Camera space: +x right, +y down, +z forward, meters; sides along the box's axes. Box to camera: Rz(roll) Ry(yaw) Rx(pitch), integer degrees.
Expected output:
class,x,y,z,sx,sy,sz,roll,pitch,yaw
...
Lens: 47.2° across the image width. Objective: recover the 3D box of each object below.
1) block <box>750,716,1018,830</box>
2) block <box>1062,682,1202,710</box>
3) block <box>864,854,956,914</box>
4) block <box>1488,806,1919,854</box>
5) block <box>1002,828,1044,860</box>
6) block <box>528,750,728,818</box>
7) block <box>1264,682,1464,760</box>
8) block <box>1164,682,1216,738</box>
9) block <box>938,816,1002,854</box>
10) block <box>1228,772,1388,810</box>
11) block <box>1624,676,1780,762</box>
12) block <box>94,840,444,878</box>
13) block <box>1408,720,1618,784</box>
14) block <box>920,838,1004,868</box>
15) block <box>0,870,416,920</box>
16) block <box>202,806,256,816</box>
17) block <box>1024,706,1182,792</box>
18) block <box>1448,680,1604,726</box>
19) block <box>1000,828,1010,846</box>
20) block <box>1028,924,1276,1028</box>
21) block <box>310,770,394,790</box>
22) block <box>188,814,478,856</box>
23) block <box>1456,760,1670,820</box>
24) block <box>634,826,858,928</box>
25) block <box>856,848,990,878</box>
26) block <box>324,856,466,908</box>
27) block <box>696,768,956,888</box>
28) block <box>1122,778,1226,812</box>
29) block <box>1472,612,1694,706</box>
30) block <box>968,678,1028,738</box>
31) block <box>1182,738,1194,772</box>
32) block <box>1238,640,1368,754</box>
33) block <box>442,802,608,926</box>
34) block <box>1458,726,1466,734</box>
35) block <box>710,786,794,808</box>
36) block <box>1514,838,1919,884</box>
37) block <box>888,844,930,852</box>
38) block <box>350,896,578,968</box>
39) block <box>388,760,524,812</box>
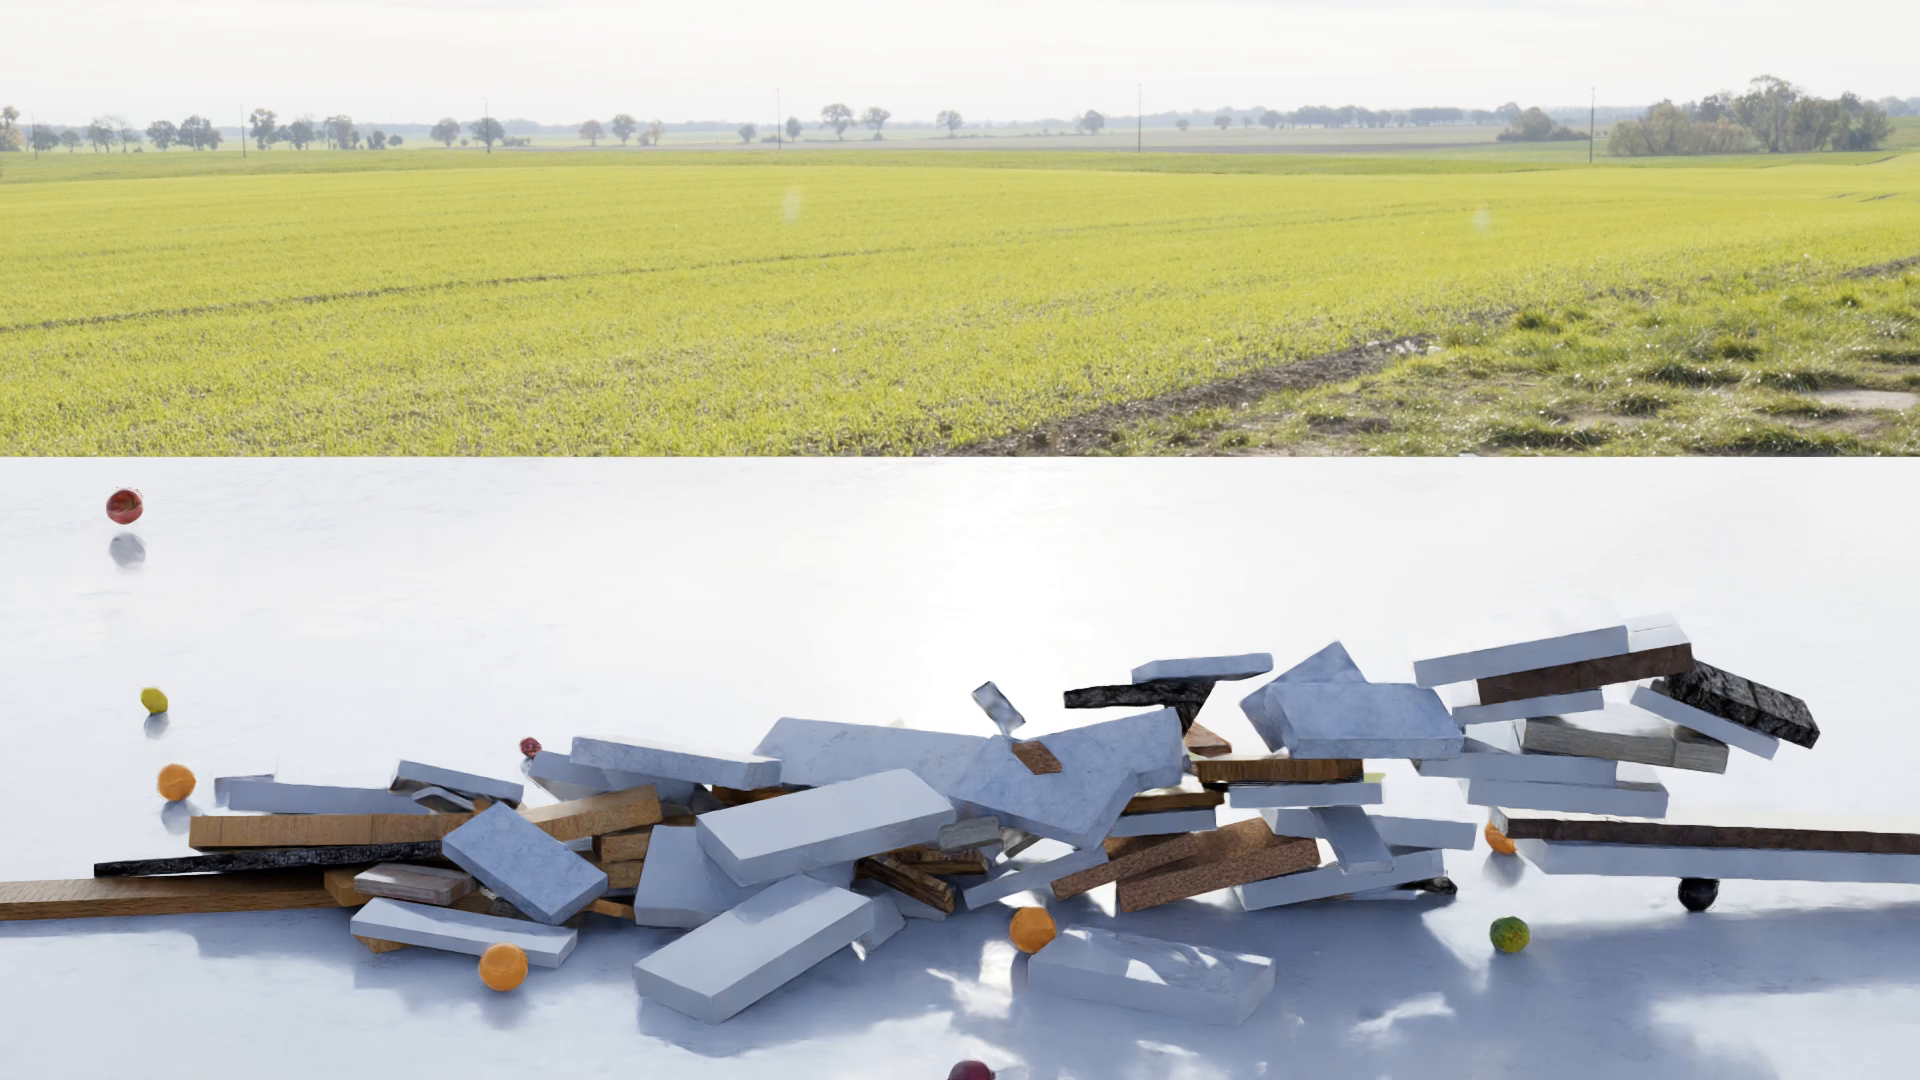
class,x,y,z,sx,sy,sz,roll,pitch,yaw
block,-0.059,0.401,3.785,0.734,0.046,0.163,2,39,35
block,0.268,0.242,3.421,0.200,0.028,0.100,1,-9,-38
block,-0.084,0.551,3.557,0.170,0.057,0.016,19,50,35
block,1.309,0.474,3.615,0.856,0.034,0.119,2,7,-2
block,0.122,0.480,3.652,0.114,0.016,0.057,-35,20,20
block,-0.579,0.462,3.929,0.356,0.050,0.178,7,-27,30
block,0.639,0.286,3.488,0.283,0.040,0.142,1,33,-16
block,0.384,0.285,3.773,0.022,0.077,0.153,18,62,34
block,0.016,0.460,3.431,0.093,0.013,0.046,-12,43,3
block,0.553,0.397,3.487,0.238,0.034,0.119,-4,1,15
block,1.201,0.277,3.567,0.238,0.034,0.119,23,18,6
block,-1.129,0.529,3.652,0.633,0.026,0.090,-5,-6,12
block,0.896,0.344,3.613,0.319,0.045,0.159,3,16,-3
block,0.004,0.504,3.668,0.125,0.018,0.063,16,32,13
block,-1.249,0.583,3.627,0.733,0.030,0.106,-1,11,-7
block,-1.263,0.519,3.965,0.111,0.031,0.222,-10,14,-43
block,0.218,0.362,3.578,0.285,0.040,0.142,-14,35,15
block,0.922,0.255,3.593,0.238,0.034,0.119,-8,14,12
block,0.081,0.484,3.968,0.031,0.109,0.219,44,-7,-22
block,0.283,0.643,3.257,0.327,0.046,0.163,5,12,26
block,-1.127,0.473,4.210,0.222,0.031,0.111,-3,11,-13
block,-1.045,0.509,3.758,0.484,0.050,0.178,0,-17,-2
block,0.982,0.395,3.617,0.319,0.045,0.159,4,16,2
block,-0.339,0.546,3.523,0.335,0.047,0.167,3,42,4
block,-0.075,0.534,3.627,0.237,0.018,0.063,-5,-32,17
block,-0.924,0.554,3.615,0.212,0.030,0.106,-6,12,-31
block,-0.215,0.459,3.543,0.383,0.047,0.167,-10,23,-29
block,0.349,0.424,3.664,0.174,0.025,0.087,-4,9,0
block,1.005,0.193,3.584,0.337,0.048,0.168,-11,14,9
block,0.062,0.274,3.589,0.046,0.013,0.093,-31,73,-36
block,0.298,0.381,3.673,0.174,0.025,0.087,-20,19,4
block,0.567,0.257,3.612,0.200,0.100,0.028,-30,-13,-16
block,-0.696,0.519,3.516,0.247,0.035,0.123,28,40,26
block,0.738,0.303,3.592,0.153,0.022,0.076,16,22,35
block,-0.273,0.488,3.863,0.311,0.044,0.156,6,-25,30
block,1.607,0.525,3.646,1.351,0.048,0.168,2,7,-4
block,-0.061,0.532,3.727,0.210,0.030,0.105,-3,-31,-18
block,-0.767,0.606,3.403,0.336,0.024,0.085,7,17,9
block,-0.850,0.420,3.707,0.210,0.030,0.105,14,-26,-18
